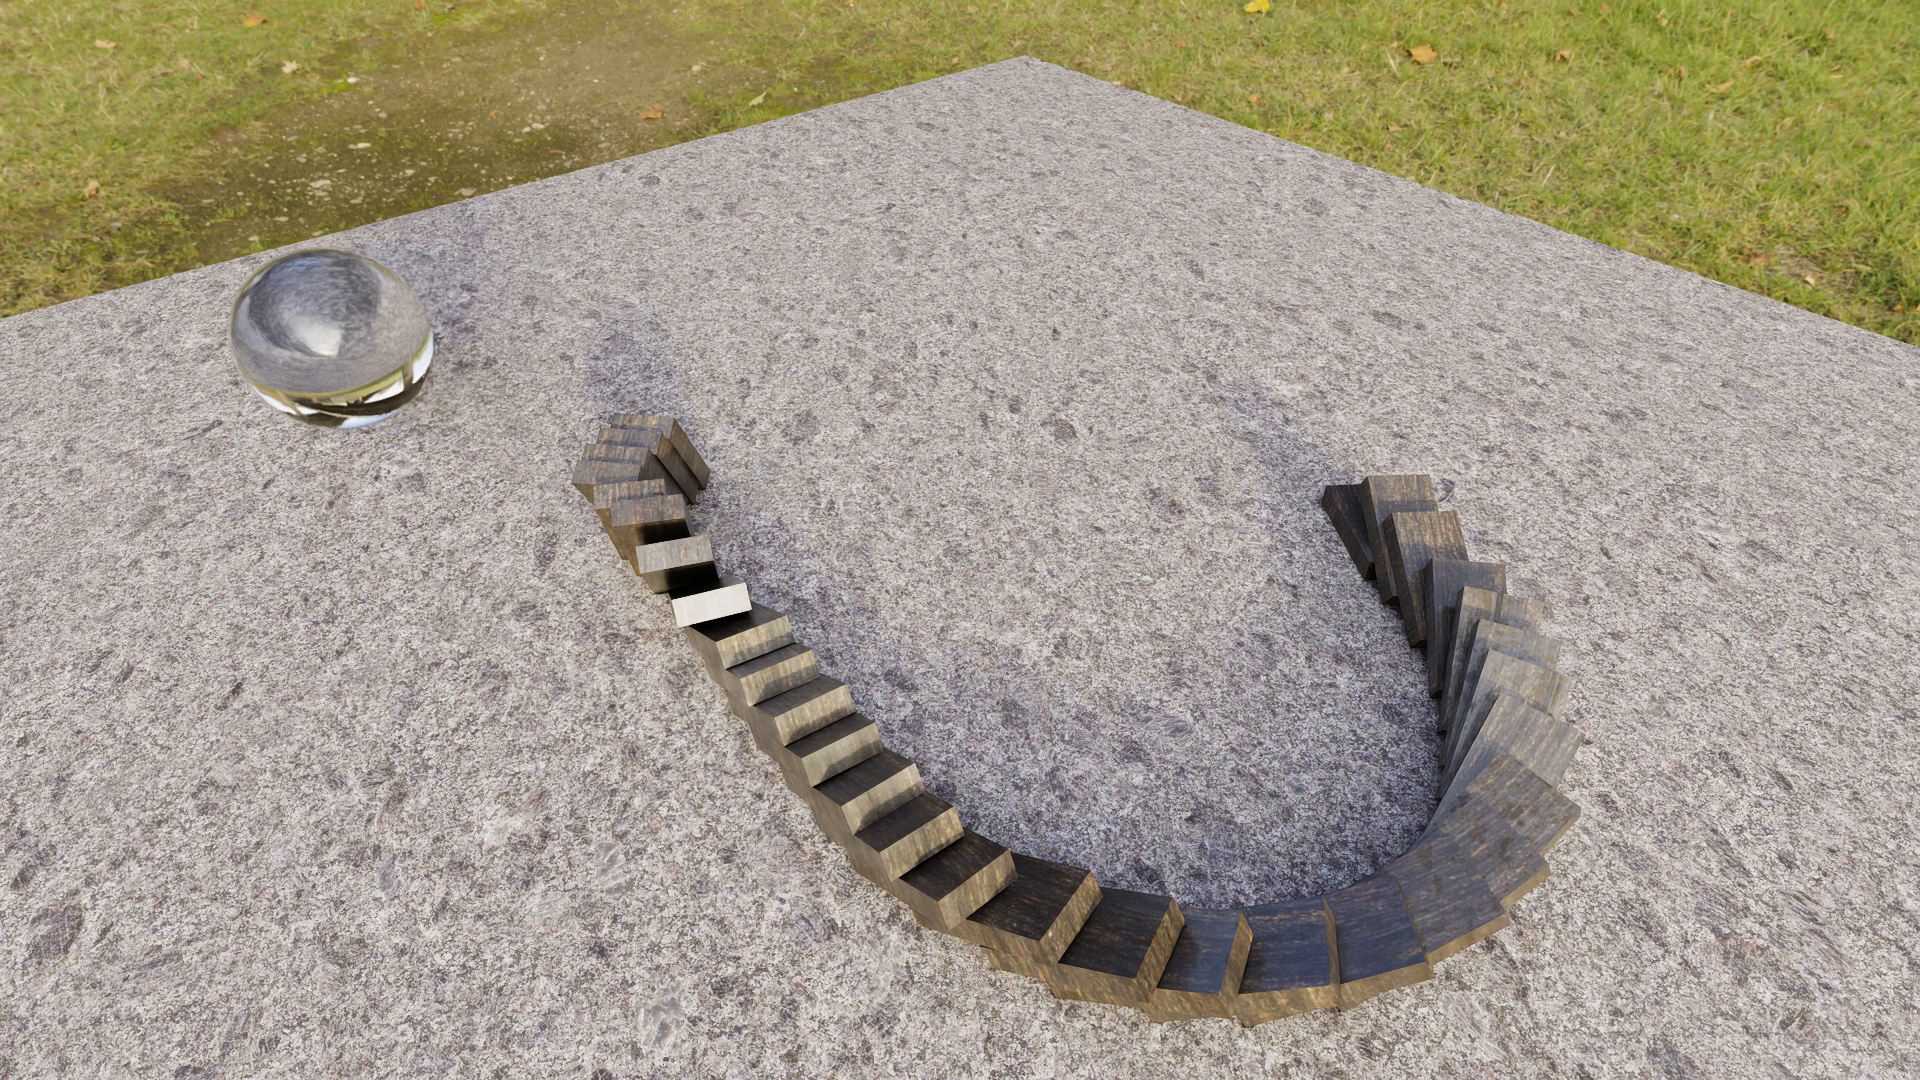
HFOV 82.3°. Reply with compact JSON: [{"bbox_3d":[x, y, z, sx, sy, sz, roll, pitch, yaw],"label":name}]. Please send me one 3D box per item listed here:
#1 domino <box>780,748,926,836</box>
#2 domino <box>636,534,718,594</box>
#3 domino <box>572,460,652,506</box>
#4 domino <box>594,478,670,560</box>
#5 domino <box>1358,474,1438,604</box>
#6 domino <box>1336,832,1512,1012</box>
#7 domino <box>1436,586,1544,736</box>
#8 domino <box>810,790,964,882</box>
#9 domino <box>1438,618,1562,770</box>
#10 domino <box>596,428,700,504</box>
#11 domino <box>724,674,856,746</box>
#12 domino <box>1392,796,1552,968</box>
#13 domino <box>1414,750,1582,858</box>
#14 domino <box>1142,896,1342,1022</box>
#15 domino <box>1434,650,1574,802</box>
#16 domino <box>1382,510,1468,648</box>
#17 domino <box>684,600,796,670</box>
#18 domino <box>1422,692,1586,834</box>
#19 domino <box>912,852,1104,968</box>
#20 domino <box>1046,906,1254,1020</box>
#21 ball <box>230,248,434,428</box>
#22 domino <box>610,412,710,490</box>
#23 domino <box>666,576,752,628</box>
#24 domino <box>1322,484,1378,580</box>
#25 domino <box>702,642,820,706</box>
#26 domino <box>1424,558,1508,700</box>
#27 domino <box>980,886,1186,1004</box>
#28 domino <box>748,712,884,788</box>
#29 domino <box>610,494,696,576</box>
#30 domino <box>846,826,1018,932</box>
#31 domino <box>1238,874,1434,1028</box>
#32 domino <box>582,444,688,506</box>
[{"bbox_3d":[-0.034,0.072,0.336,0.025,0.010,0.050,-26,16,-26],"label":"domino"},{"bbox_3d":[-0.103,0.009,0.405,0.025,0.050,0.010,-11,81,-12],"label":"domino"},{"bbox_3d":[-0.130,-0.016,0.432,0.025,0.050,0.009,5,70,6],"label":"domino"},{"bbox_3d":[-0.122,-0.007,0.422,0.025,0.050,0.009,-6,68,-8],"label":"domino"},{"bbox_3d":[0.172,-0.001,0.425,0.025,0.010,0.050,-1,67,-3],"label":"domino"},{"bbox_3d":[0.118,0.103,0.298,0.050,0.010,0.025,-32,44,9],"label":"domino"},{"bbox_3d":[0.178,0.043,0.370,0.025,0.010,0.050,12,76,14],"label":"domino"},{"bbox_3d":[-0.023,0.082,0.324,0.025,0.009,0.050,-26,16,-26],"label":"domino"},{"bbox_3d":[0.175,0.053,0.357,0.025,0.010,0.050,16,77,17],"label":"domino"},{"bbox_3d":[-0.127,-0.029,0.449,0.025,0.050,0.010,5,70,6],"label":"domino"},{"bbox_3d":[-0.056,0.052,0.359,0.025,0.009,0.050,-23,14,-26],"label":"domino"},{"bbox_3d":[0.134,0.097,0.306,0.050,0.010,0.025,-39,45,3],"label":"domino"},{"bbox_3d":[0.150,0.088,0.316,0.050,0.010,0.025,-46,51,-3],"label":"domino"},{"bbox_3d":[0.073,0.111,0.290,0.050,0.010,0.025,-17,33,25],"label":"domino"},{"bbox_3d":[0.170,0.063,0.345,0.025,0.009,0.050,21,78,18],"label":"domino"},{"bbox_3d":[0.176,0.014,0.408,0.025,0.010,0.050,-2,67,-3],"label":"domino"},{"bbox_3d":[-0.078,0.032,0.385,0.025,0.009,0.050,-21,12,-23],"label":"domino"},{"bbox_3d":[0.163,0.074,0.331,0.025,0.010,0.050,29,81,25],"label":"domino"},{"bbox_3d":[0.012,0.099,0.304,0.050,0.009,0.025,-3,30,45],"label":"domino"},{"bbox_3d":[0.050,0.110,0.291,0.050,0.009,0.025,-9,30,35],"label":"domino"},{"bbox_3d":[-0.283,-0.091,0.498,0.080,0.080,0.080,0,39,0],"label":"ball"},{"bbox_3d":[-0.124,-0.036,0.457,0.025,0.050,0.010,5,70,6],"label":"domino"},{"bbox_3d":[-0.091,0.021,0.396,0.025,0.010,0.050,-14,5,-16],"label":"domino"},{"bbox_3d":[0.169,-0.004,0.448,0.025,0.009,0.050,-3,39,-4],"label":"domino"},{"bbox_3d":[-0.068,0.042,0.373,0.025,0.010,0.050,-21,13,-24],"label":"domino"},{"bbox_3d":[0.179,0.032,0.388,0.025,0.009,0.050,6,65,7],"label":"domino"},{"bbox_3d":[0.032,0.106,0.295,0.050,0.009,0.025,-6,32,41],"label":"domino"},{"bbox_3d":[-0.047,0.062,0.349,0.025,0.009,0.050,-23,14,-25],"label":"domino"},{"bbox_3d":[-0.114,-0.001,0.414,0.025,0.050,0.010,-7,69,-9],"label":"domino"},{"bbox_3d":[-0.009,0.092,0.314,0.025,0.009,0.050,-28,19,-30],"label":"domino"},{"bbox_3d":[0.096,0.109,0.292,0.050,0.010,0.025,-24,37,17],"label":"domino"},{"bbox_3d":[-0.129,-0.023,0.441,0.025,0.050,0.010,5,70,6],"label":"domino"}]
